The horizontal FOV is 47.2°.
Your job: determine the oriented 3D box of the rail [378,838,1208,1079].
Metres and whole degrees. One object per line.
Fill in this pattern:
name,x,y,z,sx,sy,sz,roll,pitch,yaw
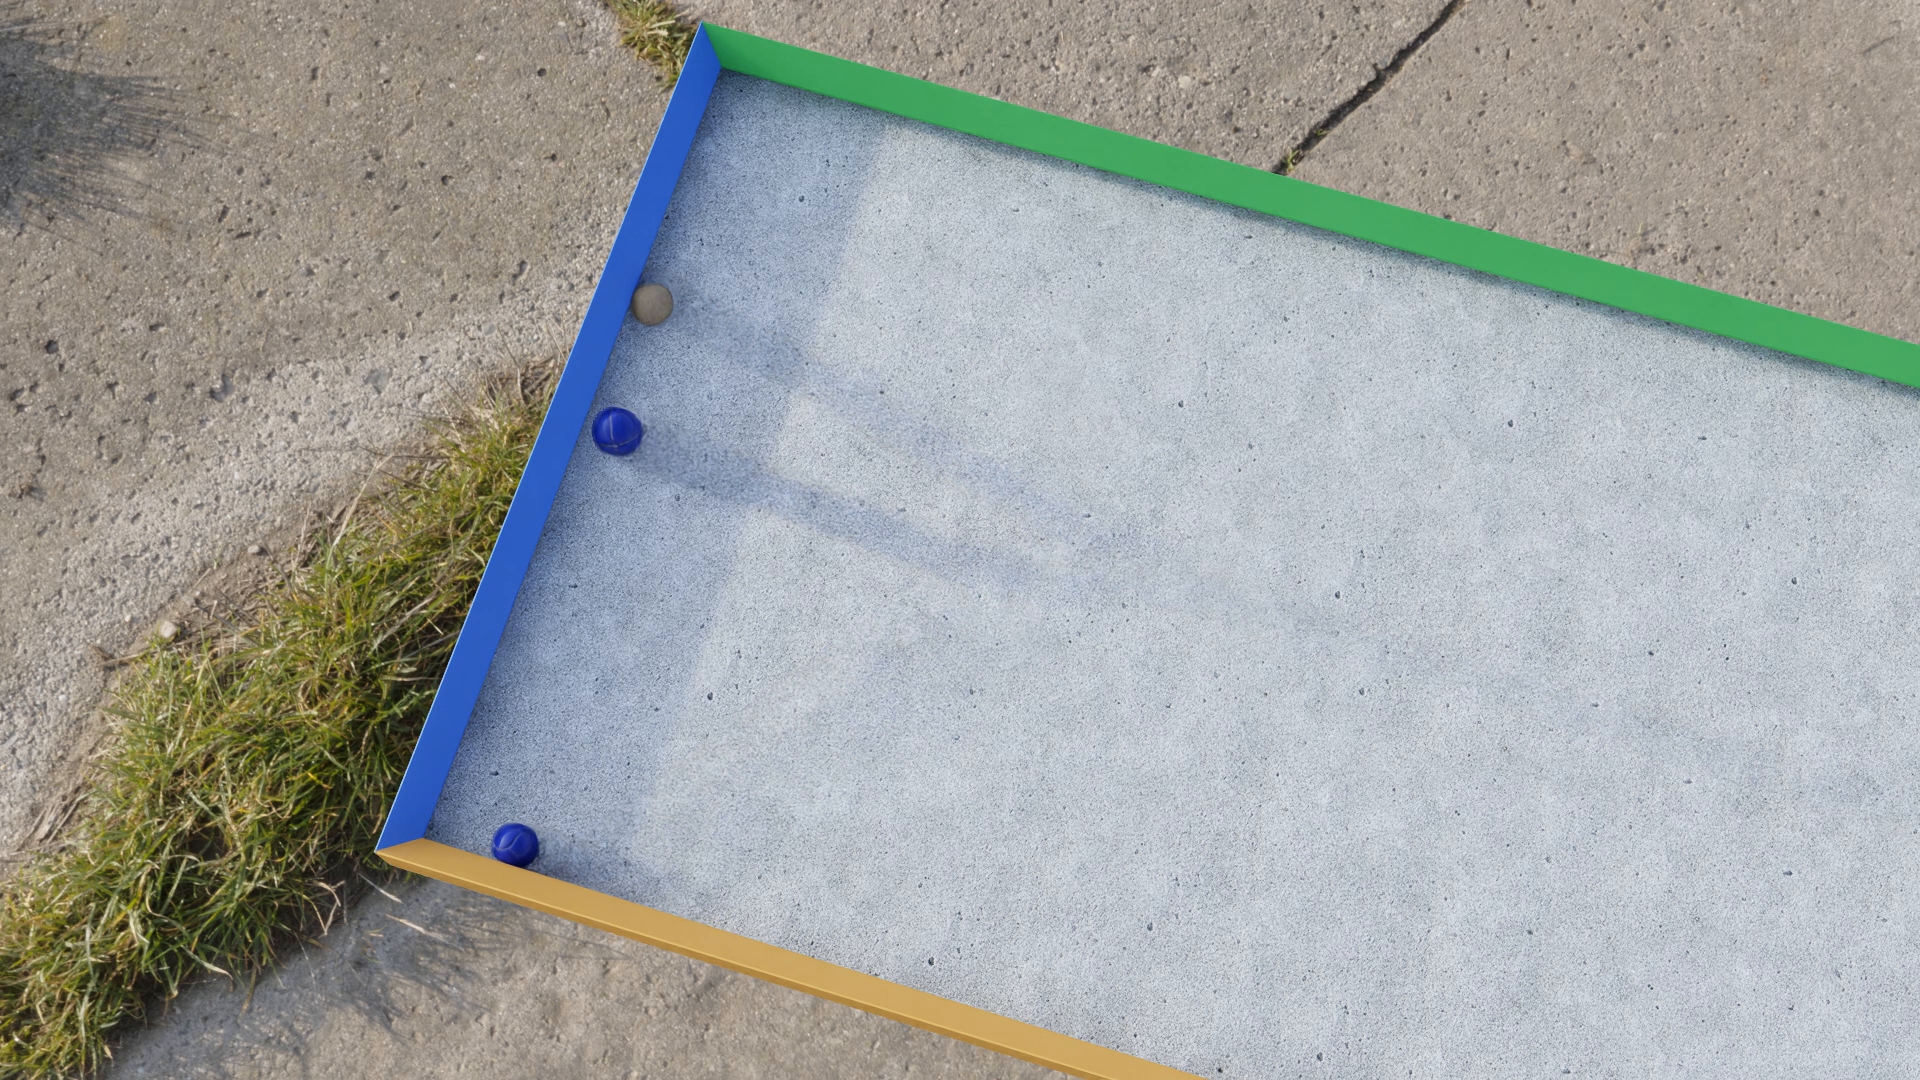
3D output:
rail,0.437,0.816,3.123,2.680,0.100,0.045,16,72,5

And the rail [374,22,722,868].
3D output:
rail,-0.619,-0.182,3.469,0.045,0.100,1.456,16,72,5

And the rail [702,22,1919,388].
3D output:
rail,0.845,-0.458,3.564,2.680,0.100,0.045,16,72,5

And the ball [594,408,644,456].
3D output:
ball,-0.540,-0.170,3.478,0.077,0.077,0.077,0,71,0

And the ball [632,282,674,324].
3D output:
ball,-0.497,-0.382,3.556,0.068,0.068,0.068,0,71,0

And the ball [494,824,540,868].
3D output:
ball,-0.659,0.455,3.266,0.068,0.068,0.068,0,71,0
